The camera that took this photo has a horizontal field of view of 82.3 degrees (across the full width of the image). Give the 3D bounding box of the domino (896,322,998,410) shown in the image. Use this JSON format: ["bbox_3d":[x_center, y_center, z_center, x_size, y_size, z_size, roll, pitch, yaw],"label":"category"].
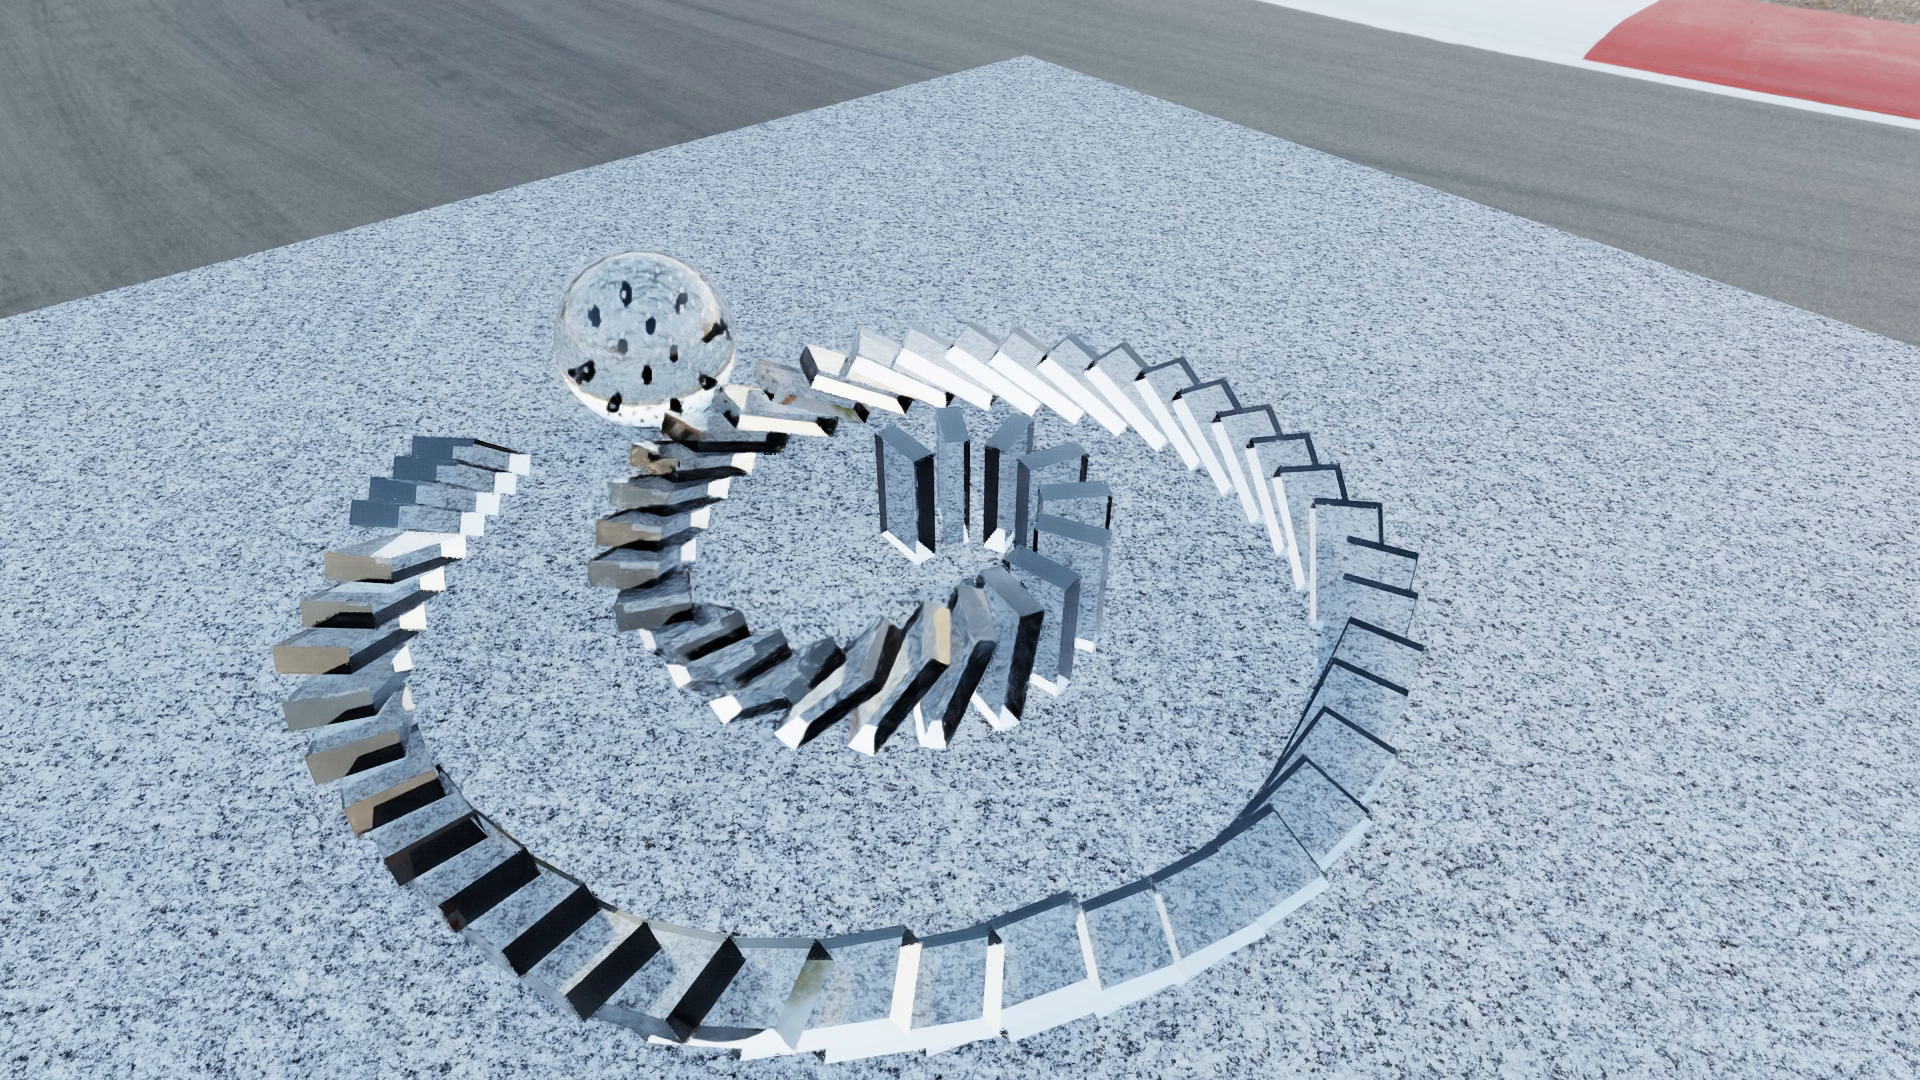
[{"bbox_3d":[-0.004,-0.083,0.528,0.050,0.010,0.025,27,39,-11],"label":"domino"}]

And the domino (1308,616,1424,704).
[{"bbox_3d":[0.131,0.053,0.363,0.025,0.010,0.050,24,71,26],"label":"domino"}]

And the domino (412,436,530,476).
[{"bbox_3d":[-0.204,-0.035,0.461,0.025,0.009,0.050,3,-3,4],"label":"domino"}]

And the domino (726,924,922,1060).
[{"bbox_3d":[-0.036,0.117,0.284,0.050,0.010,0.025,-18,35,21],"label":"domino"}]

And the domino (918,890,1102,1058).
[{"bbox_3d":[0.010,0.114,0.288,0.050,0.009,0.025,-25,39,11],"label":"domino"}]

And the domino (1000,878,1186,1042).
[{"bbox_3d":[0.032,0.111,0.291,0.050,0.010,0.025,-25,39,11],"label":"domino"}]

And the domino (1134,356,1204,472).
[{"bbox_3d":[0.103,-0.057,0.496,0.025,0.010,0.050,-21,71,-24],"label":"domino"}]

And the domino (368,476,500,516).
[{"bbox_3d":[-0.209,-0.017,0.440,0.025,0.009,0.050,4,-3,5],"label":"domino"}]

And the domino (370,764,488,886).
[{"bbox_3d":[-0.160,0.083,0.326,0.025,0.010,0.050,-28,21,-30],"label":"domino"}]

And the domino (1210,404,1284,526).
[{"bbox_3d":[0.128,-0.033,0.466,0.025,0.010,0.050,-10,67,-12],"label":"domino"}]

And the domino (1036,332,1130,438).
[{"bbox_3d":[0.063,-0.073,0.516,0.050,0.010,0.025,42,50,6],"label":"domino"}]

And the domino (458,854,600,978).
[{"bbox_3d":[-0.123,0.101,0.304,0.050,0.010,0.025,1,30,46],"label":"domino"}]

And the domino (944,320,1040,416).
[{"bbox_3d":[0.020,-0.083,0.527,0.050,0.009,0.025,34,44,-2],"label":"domino"}]

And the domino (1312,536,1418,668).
[{"bbox_3d":[0.146,0.025,0.396,0.025,0.009,0.050,16,68,18],"label":"domino"}]

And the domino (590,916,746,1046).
[{"bbox_3d":[-0.083,0.114,0.288,0.050,0.009,0.025,-6,31,37],"label":"domino"}]

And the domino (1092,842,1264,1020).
[{"bbox_3d":[0.053,0.106,0.298,0.050,0.010,0.025,-29,42,6],"label":"domino"}]

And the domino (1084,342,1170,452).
[{"bbox_3d":[0.083,-0.067,0.508,0.025,0.010,0.050,-34,77,-34],"label":"domino"}]

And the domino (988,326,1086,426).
[{"bbox_3d":[0.041,-0.078,0.522,0.050,0.010,0.025,36,45,0],"label":"domino"}]

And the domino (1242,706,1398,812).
[{"bbox_3d":[0.107,0.077,0.332,0.025,0.010,0.050,34,76,34],"label":"domino"}]

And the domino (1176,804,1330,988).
[{"bbox_3d":[0.074,0.098,0.306,0.050,0.010,0.025,-34,45,1],"label":"domino"}]

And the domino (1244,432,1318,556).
[{"bbox_3d":[0.136,-0.019,0.450,0.025,0.010,0.050,-6,66,-8],"label":"domino"}]

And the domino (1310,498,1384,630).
[{"bbox_3d":[0.146,0.009,0.415,0.025,0.009,0.050,5,67,6],"label":"domino"}]

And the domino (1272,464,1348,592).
[{"bbox_3d":[0.141,-0.005,0.433,0.025,0.010,0.050,-3,66,-4],"label":"domino"}]

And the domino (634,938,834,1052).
[{"bbox_3d":[-0.060,0.117,0.284,0.050,0.009,0.025,-12,32,30],"label":"domino"}]

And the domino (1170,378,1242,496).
[{"bbox_3d":[0.116,-0.046,0.482,0.025,0.010,0.050,-17,69,-20],"label":"domino"}]

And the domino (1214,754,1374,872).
[{"bbox_3d":[0.092,0.089,0.318,0.050,0.010,0.025,-42,50,-6],"label":"domino"}]

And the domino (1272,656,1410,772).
[{"bbox_3d":[0.119,0.065,0.348,0.025,0.009,0.050,25,72,28],"label":"domino"}]

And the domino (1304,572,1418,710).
[{"bbox_3d":[0.139,0.038,0.380,0.025,0.010,0.050,17,69,19],"label":"domino"}]

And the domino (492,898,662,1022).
[{"bbox_3d":[-0.105,0.108,0.294,0.050,0.009,0.025,0,31,44],"label":"domino"}]

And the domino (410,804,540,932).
[{"bbox_3d":[-0.142,0.092,0.314,0.025,0.009,0.050,-33,24,-34],"label":"domino"}]

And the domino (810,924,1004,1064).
[{"bbox_3d":[-0.014,0.117,0.284,0.050,0.010,0.025,-18,35,20],"label":"domino"}]

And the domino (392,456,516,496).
[{"bbox_3d":[-0.206,-0.026,0.451,0.025,0.010,0.050,3,-3,4],"label":"domino"}]
